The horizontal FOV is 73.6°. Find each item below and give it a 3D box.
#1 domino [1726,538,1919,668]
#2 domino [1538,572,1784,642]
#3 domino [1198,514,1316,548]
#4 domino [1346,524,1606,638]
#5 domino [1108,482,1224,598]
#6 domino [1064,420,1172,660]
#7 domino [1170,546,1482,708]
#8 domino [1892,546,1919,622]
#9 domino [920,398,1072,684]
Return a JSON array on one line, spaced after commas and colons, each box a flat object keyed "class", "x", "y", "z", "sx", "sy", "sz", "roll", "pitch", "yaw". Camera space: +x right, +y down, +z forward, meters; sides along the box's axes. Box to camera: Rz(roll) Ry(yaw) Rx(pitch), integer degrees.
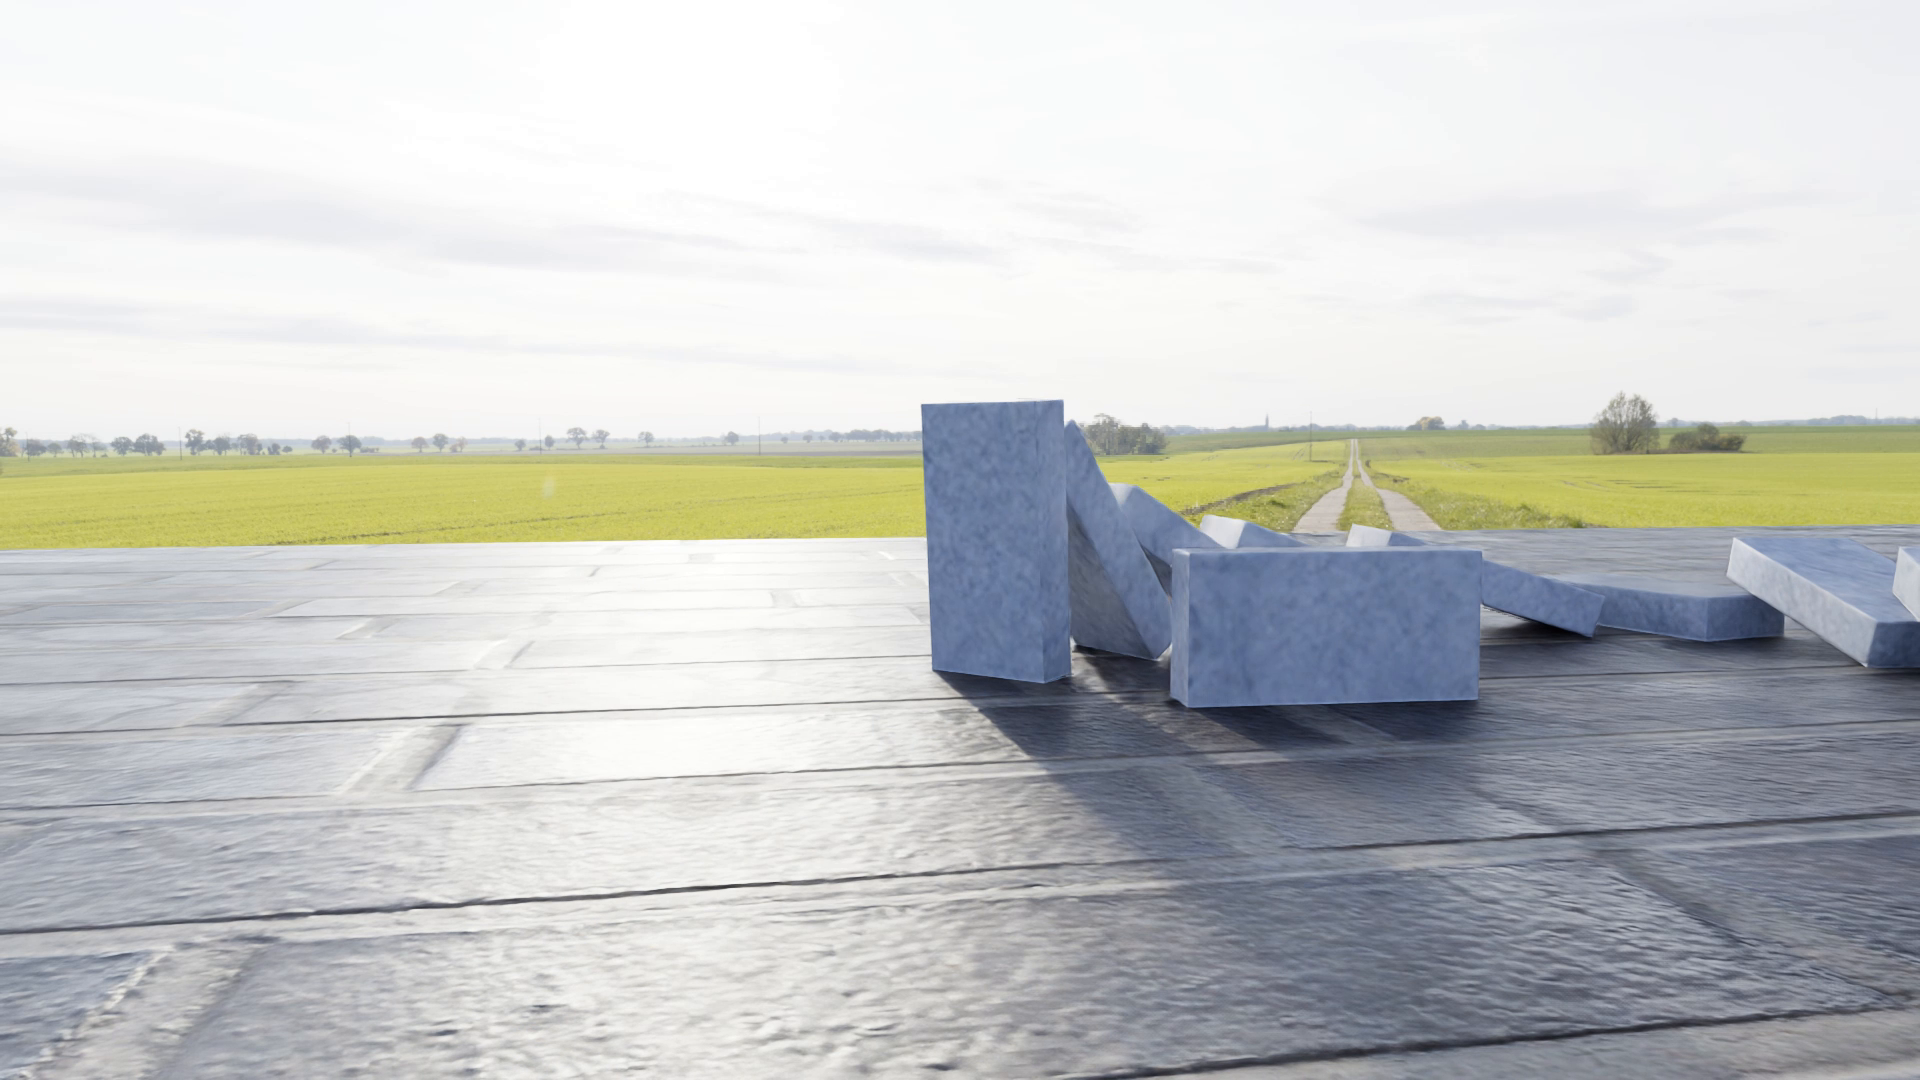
[{"class": "domino", "x": 0.186, "y": 0.012, "z": 0.266, "sx": 0.025, "sy": 0.009, "sz": 0.050, "roll": 0, "pitch": 18, "yaw": 2}, {"class": "domino", "x": 0.162, "y": 0.015, "z": 0.304, "sx": 0.025, "sy": 0.009, "sz": 0.050, "roll": -2, "pitch": 5, "yaw": -23}, {"class": "domino", "x": 0.080, "y": 0.008, "z": 0.287, "sx": 0.050, "sy": 0.009, "sz": 0.025, "roll": 20, "pitch": 1, "yaw": -11}, {"class": "domino", "x": 0.116, "y": 0.009, "z": 0.292, "sx": 0.050, "sy": 0.010, "sz": 0.025, "roll": 17, "pitch": 3, "yaw": -3}, {"class": "domino", "x": 0.047, "y": 0.005, "z": 0.272, "sx": 0.050, "sy": 0.009, "sz": 0.025, "roll": 33, "pitch": -9, "yaw": -21}, {"class": "domino", "x": 0.023, "y": 0.000, "z": 0.255, "sx": 0.009, "sy": 0.050, "sz": 0.025, "roll": -40, "pitch": 23, "yaw": -24}, {"class": "domino", "x": 0.061, "y": 0.014, "z": 0.214, "sx": 0.050, "sy": 0.025, "sz": 0.010, "roll": -1, "pitch": 4, "yaw": -8}, {"class": "domino", "x": 0.189, "y": 0.014, "z": 0.227, "sx": 0.025, "sy": 0.009, "sz": 0.050, "roll": 1, "pitch": 20, "yaw": 19}, {"class": "domino", "x": 0.007, "y": 0.000, "z": 0.236, "sx": 0.025, "sy": 0.050, "sz": 0.009, "roll": 3, "pitch": 9, "yaw": 36}]
